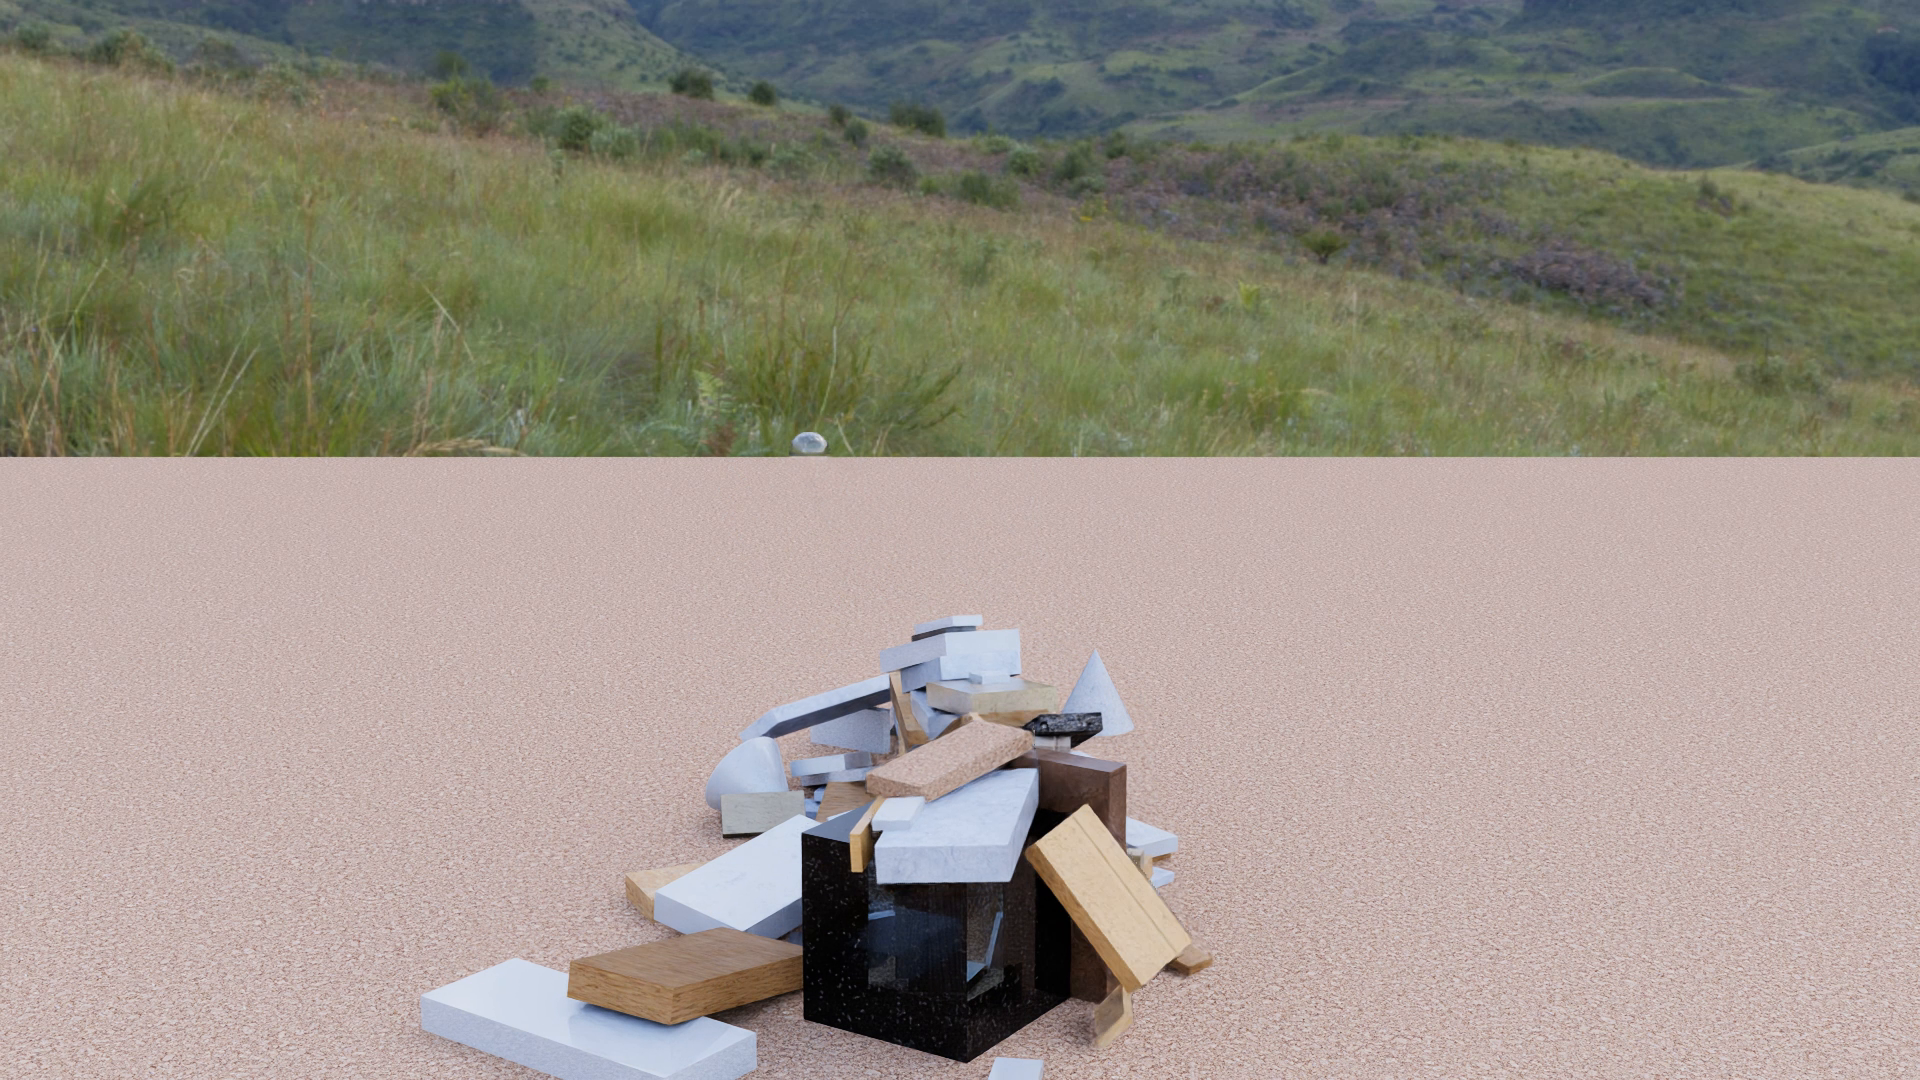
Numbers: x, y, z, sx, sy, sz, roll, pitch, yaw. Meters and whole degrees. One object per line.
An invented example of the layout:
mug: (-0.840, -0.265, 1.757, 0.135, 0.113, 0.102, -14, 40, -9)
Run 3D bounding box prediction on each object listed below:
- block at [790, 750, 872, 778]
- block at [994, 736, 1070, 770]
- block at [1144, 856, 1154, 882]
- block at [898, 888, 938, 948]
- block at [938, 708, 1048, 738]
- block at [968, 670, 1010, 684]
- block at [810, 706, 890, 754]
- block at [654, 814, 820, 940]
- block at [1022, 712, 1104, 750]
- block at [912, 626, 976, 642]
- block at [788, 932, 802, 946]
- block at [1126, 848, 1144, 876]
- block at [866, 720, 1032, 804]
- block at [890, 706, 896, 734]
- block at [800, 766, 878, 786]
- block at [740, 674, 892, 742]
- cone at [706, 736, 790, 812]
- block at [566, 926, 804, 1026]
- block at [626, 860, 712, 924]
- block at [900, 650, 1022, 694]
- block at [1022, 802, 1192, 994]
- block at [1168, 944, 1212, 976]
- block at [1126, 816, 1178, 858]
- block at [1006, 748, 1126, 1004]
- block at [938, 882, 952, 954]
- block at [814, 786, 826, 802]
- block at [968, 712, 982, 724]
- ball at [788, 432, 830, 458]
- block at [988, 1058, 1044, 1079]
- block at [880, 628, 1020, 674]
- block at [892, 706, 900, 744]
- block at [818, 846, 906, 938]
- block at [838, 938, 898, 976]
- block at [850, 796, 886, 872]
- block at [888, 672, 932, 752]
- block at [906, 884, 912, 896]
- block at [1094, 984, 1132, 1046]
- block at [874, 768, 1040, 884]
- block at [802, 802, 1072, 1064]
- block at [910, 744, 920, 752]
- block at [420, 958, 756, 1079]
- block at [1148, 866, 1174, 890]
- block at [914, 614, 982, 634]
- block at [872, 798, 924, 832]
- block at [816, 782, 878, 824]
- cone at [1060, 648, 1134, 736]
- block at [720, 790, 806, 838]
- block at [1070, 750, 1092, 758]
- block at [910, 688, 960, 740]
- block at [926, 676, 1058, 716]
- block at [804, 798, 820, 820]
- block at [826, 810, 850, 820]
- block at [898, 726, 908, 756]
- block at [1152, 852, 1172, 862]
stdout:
block: (-0.247, 0.431, 4.242, 0.105, 0.030, 0.211, -9, -5, 11)
block: (0.078, 0.473, 3.331, 0.176, 0.353, 0.050, 1, 12, 3)
block: (0.194, 0.561, 3.677, 0.237, 0.034, 0.118, -2, 9, 17)
block: (-0.064, 0.587, 3.420, 0.049, 0.098, 0.014, -6, 33, -28)
block: (0.031, 0.349, 3.703, 0.143, 0.040, 0.488, -4, -13, -11)
block: (0.049, 0.233, 3.732, 0.048, 0.014, 0.095, -4, 1, -13)
block: (-0.227, 0.383, 4.536, 0.179, 0.090, 0.025, 6, 12, 29)
block: (-0.304, 0.555, 3.552, 0.180, 0.051, 0.359, 18, 24, 31)
block: (0.088, 0.357, 3.585, 0.097, 0.027, 0.598, 0, -16, -17)
block: (-0.030, 0.173, 3.977, 0.063, 0.018, 0.126, -1, -8, -31)
block: (-0.244, 0.632, 3.407, 0.049, 0.014, 0.098, 0, 11, 2)
block: (0.176, 0.552, 3.551, 0.237, 0.118, 0.034, 3, 11, 15)
block: (-0.013, 0.319, 3.168, 0.101, 0.029, 0.257, 9, 19, 38)
block: (-0.034, 0.294, 4.430, 0.144, 0.041, 0.506, -3, -21, -13)
block: (-0.211, 0.445, 4.158, 0.075, 0.021, 0.294, -5, -5, -27)
block: (-0.160, 0.305, 4.474, 0.105, 0.030, 0.739, -38, -15, 36)
cone: (-0.348, 0.482, 4.042, 0.171, 0.171, 0.171, -11, 42, -45)
block: (-0.378, 0.623, 3.167, 0.180, 0.051, 0.359, 7, 2, 30)
block: (-0.365, 0.570, 3.664, 0.356, 0.040, 0.141, -5, 12, -25)
block: (-0.002, 0.238, 3.948, 0.144, 0.041, 0.289, -4, -7, -16)
block: (0.202, 0.488, 3.005, 0.118, 0.237, 0.034, -31, -10, -43)
block: (0.324, 0.629, 3.360, 0.111, 0.016, 0.055, 23, 23, 38)
block: (0.284, 0.521, 3.890, 0.097, 0.027, 0.193, -8, 13, -35)
block: (0.154, 0.492, 3.233, 0.176, 0.353, 0.050, 7, 13, 33)
block: (0.045, 0.488, 3.386, 0.152, 0.304, 0.043, 1, 11, 3)
block: (-0.237, 0.478, 4.146, 0.063, 0.018, 0.126, 3, -1, 3)
block: (0.029, 0.304, 3.394, 0.014, 0.049, 0.098, 0, 12, -12)
ball: (-0.612, -0.356, 8.946, 0.170, 0.170, 0.170, 0, 11, 0)
block: (0.051, 0.742, 2.799, 0.065, 0.018, 0.360, 2, 11, 9)
block: (-0.021, 0.201, 3.969, 0.144, 0.041, 0.289, -2, -8, -26)
block: (-0.018, 0.402, 4.130, 0.176, 0.050, 0.353, -7, 31, -6)
block: (-0.119, 0.518, 3.555, 0.040, 0.141, 0.283, 27, 29, 22)
block: (-0.139, 0.638, 3.368, 0.053, 0.015, 0.105, 4, 11, 22)
block: (-0.109, 0.389, 3.078, 0.015, 0.053, 0.311, -1, 10, 11)
block: (-0.027, 0.313, 4.078, 0.176, 0.050, 0.353, -4, 14, -6)
block: (0.070, 0.525, 3.508, 0.304, 0.152, 0.043, 8, 20, 9)
block: (0.216, 0.670, 3.101, 0.016, 0.055, 0.111, 45, 9, -6)
block: (0.002, 0.391, 3.038, 0.176, 0.050, 0.353, -2, 10, 9)
block: (-0.031, 0.542, 3.164, 0.279, 0.279, 0.279, 7, 13, 33)
block: (0.000, 0.473, 3.455, 0.152, 0.304, 0.043, 2, 18, 9)
block: (-0.519, 0.680, 3.045, 0.470, 0.051, 0.180, 8, 13, 35)
block: (0.307, 0.575, 3.709, 0.054, 0.015, 0.108, 9, 14, 41)
block: (-0.021, 0.153, 3.968, 0.063, 0.018, 0.130, -1, -9, -33)
block: (-0.084, 0.372, 2.990, 0.053, 0.015, 0.105, -2, 10, 10)
block: (-0.184, 0.506, 3.937, 0.141, 0.040, 0.283, 1, 16, 4)
cone: (0.288, 0.313, 4.691, 0.170, 0.170, 0.170, 0, 11, 0)
block: (-0.356, 0.496, 3.978, 0.150, 0.075, 0.021, -2, -26, -9)
block: (0.182, 0.451, 4.346, 0.179, 0.025, 0.090, -6, 12, -28)
block: (-0.001, 0.299, 3.856, 0.143, 0.040, 0.285, -5, 6, -7)
block: (0.050, 0.261, 3.671, 0.143, 0.040, 0.285, -4, 1, -16)
block: (-0.231, 0.504, 4.072, 0.150, 0.021, 0.075, 2, 11, 13)
block: (-0.145, 0.524, 3.769, 0.097, 0.027, 0.194, -14, 31, -22)
block: (-0.018, 0.445, 3.959, 0.176, 0.050, 0.353, -3, 31, -1)
block: (0.320, 0.545, 3.872, 0.048, 0.014, 0.095, -10, 14, -42)
